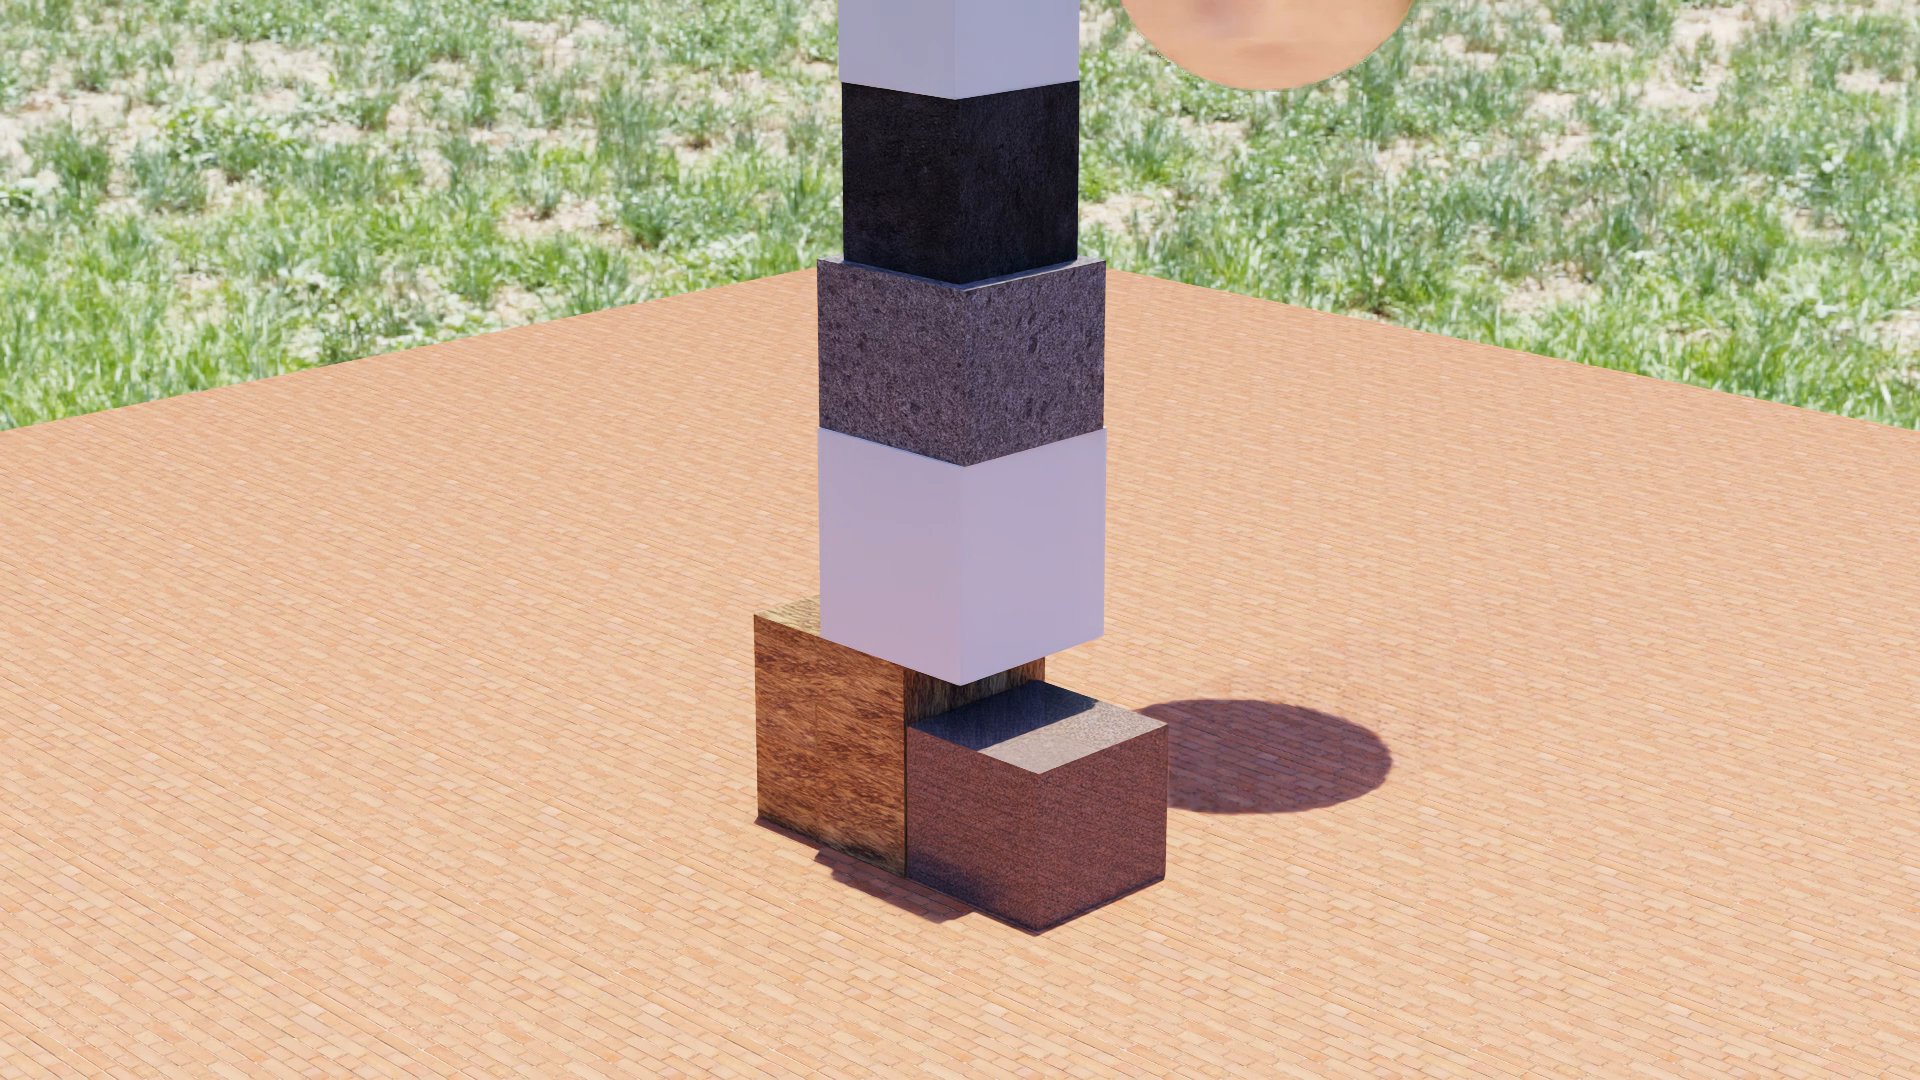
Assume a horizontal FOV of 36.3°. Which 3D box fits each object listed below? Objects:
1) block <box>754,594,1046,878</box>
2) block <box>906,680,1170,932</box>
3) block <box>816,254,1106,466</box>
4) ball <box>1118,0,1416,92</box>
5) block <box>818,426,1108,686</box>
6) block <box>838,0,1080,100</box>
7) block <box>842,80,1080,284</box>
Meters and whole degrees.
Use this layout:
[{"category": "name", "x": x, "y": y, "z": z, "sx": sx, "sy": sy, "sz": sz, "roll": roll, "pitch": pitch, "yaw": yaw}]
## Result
[{"category": "block", "x": -0.286, "y": 0.850, "z": 13.923, "sx": 0.926, "sy": 1.030, "sz": 1.016, "roll": -17, "pitch": 24, "yaw": -42}, {"category": "block", "x": 0.352, "y": 1.188, "z": 13.323, "sx": 0.854, "sy": 0.745, "sz": 0.819, "roll": -17, "pitch": 24, "yaw": -42}, {"category": "block", "x": 0.005, "y": -0.873, "z": 13.073, "sx": 0.882, "sy": 0.771, "sz": 0.927, "roll": -17, "pitch": 24, "yaw": -42}, {"category": "ball", "x": 1.467, "y": -2.945, "z": 13.954, "sx": 1.600, "sy": 1.600, "sz": 1.600, "roll": 0, "pitch": 17, "yaw": 0}, {"category": "block", "x": 0.010, "y": -0.030, "z": 13.343, "sx": 0.934, "sy": 0.998, "sz": 0.910, "roll": -17, "pitch": 24, "yaw": -42}, {"category": "block", "x": -0.004, "y": -2.367, "z": 12.593, "sx": 0.758, "sy": 0.789, "sz": 0.713, "roll": -17, "pitch": 24, "yaw": -42}, {"category": "block", "x": 0.003, "y": -1.616, "z": 12.837, "sx": 0.740, "sy": 0.789, "sz": 0.723, "roll": -17, "pitch": 24, "yaw": -42}]
